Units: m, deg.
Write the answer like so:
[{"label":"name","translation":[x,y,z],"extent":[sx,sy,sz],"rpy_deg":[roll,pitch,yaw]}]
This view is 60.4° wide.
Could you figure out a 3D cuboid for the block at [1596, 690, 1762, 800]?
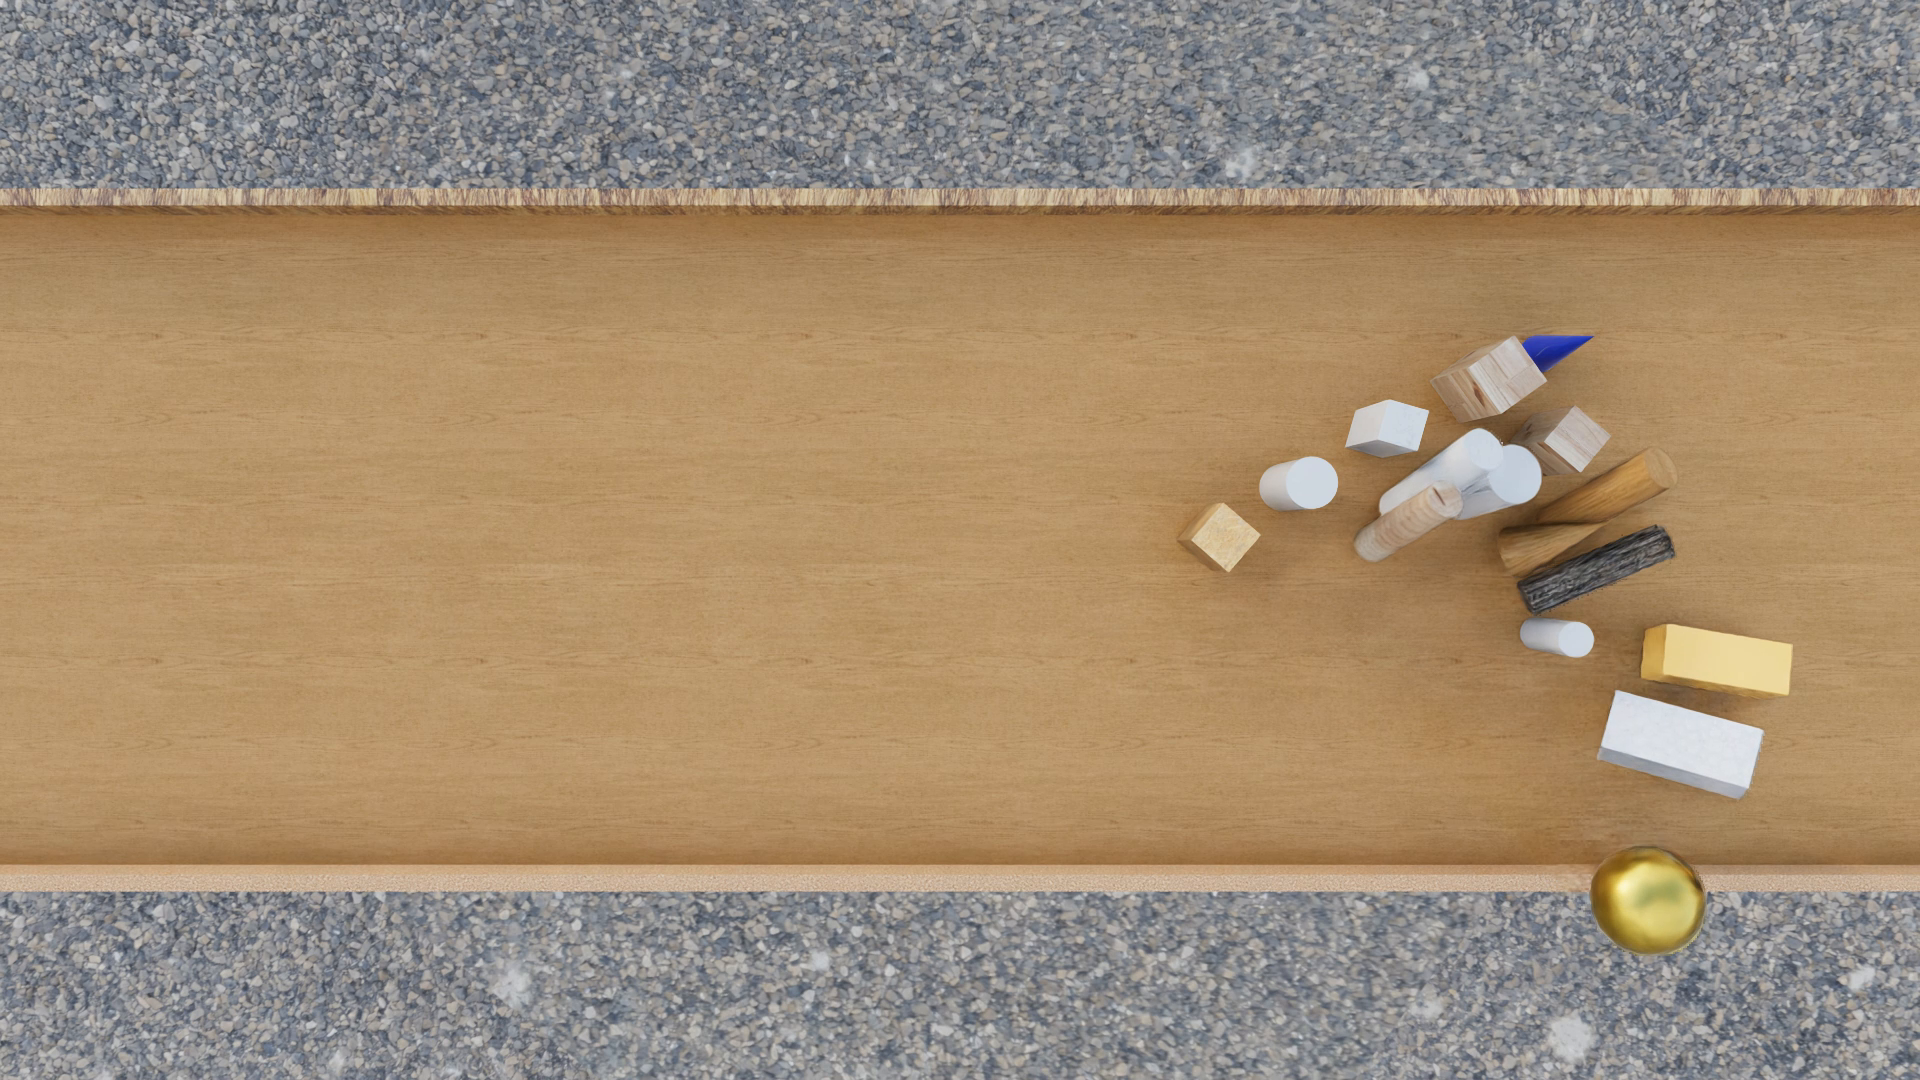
[{"label":"block","translation":[2.132,0.608,4.902],"extent":[0.407,0.179,0.179],"rpy_deg":[16,76,21]}]

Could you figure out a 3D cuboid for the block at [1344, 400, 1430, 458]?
[{"label":"block","translation":[1.258,-0.326,4.878],"extent":[0.118,0.397,0.118],"rpy_deg":[16,90,0]}]

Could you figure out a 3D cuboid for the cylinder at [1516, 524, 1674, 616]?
[{"label":"cylinder","translation":[1.898,0.088,4.932],"extent":[0.438,0.109,0.109],"rpy_deg":[-24,90,7]}]

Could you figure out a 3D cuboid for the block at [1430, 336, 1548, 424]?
[{"label":"block","translation":[1.556,-0.471,4.880],"extent":[0.160,0.393,0.160],"rpy_deg":[-36,90,0]}]

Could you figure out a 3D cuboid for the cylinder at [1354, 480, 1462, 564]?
[{"label":"cylinder","translation":[1.320,-0.050,4.879],"extent":[0.113,0.390,0.113],"rpy_deg":[8,67,-18]}]

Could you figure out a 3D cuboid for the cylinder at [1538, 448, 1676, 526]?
[{"label":"cylinder","translation":[1.906,-0.125,4.874],"extent":[0.126,0.412,0.126],"rpy_deg":[13,61,-24]}]

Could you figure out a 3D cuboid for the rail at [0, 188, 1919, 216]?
[{"label":"rail","translation":[-2.247,-1.025,5.002],"extent":[12.000,0.150,0.050],"rpy_deg":[0,90,0]}]

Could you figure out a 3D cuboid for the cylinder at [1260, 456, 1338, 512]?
[{"label":"cylinder","translation":[0.994,-0.162,4.868],"extent":[0.147,0.417,0.147],"rpy_deg":[0,90,0]}]

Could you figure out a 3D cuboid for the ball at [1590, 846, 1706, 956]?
[{"label":"ball","translation":[1.951,1.023,4.685],"extent":[0.305,0.305,0.305],"rpy_deg":[0,90,0]}]

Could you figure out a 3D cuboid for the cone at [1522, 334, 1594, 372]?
[{"label":"cone","translation":[1.782,-0.573,4.851],"extent":[0.117,0.450,0.117],"rpy_deg":[0,90,0]}]

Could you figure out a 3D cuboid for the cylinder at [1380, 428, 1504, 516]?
[{"label":"cylinder","translation":[1.408,-0.174,4.849],"extent":[0.126,0.450,0.126],"rpy_deg":[7,66,-17]}]

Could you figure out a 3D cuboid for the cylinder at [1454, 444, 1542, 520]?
[{"label":"cylinder","translation":[1.563,-0.168,4.902],"extent":[0.172,0.316,0.172],"rpy_deg":[2,82,-12]}]

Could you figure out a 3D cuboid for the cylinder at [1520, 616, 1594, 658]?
[{"label":"cylinder","translation":[1.775,0.287,4.913],"extent":[0.103,0.326,0.103],"rpy_deg":[0,90,0]}]

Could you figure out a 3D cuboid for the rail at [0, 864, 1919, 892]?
[{"label":"rail","translation":[-2.247,1.025,5.001],"extent":[12.000,0.150,0.050],"rpy_deg":[0,90,0]}]

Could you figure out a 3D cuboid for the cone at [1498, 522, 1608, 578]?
[{"label":"cone","translation":[1.788,-0.006,4.909],"extent":[0.311,0.165,0.165],"rpy_deg":[-24,90,44]}]

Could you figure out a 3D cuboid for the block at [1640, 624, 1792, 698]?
[{"label":"block","translation":[2.285,0.368,4.988],"extent":[0.378,0.152,0.152],"rpy_deg":[10,80,0]}]

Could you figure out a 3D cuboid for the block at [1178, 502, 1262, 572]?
[{"label":"block","translation":[0.766,-0.007,4.910],"extent":[0.142,0.332,0.142],"rpy_deg":[41,90,0]}]

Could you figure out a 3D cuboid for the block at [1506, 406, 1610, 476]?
[{"label":"block","translation":[1.770,-0.290,4.901],"extent":[0.137,0.351,0.137],"rpy_deg":[40,90,0]}]
